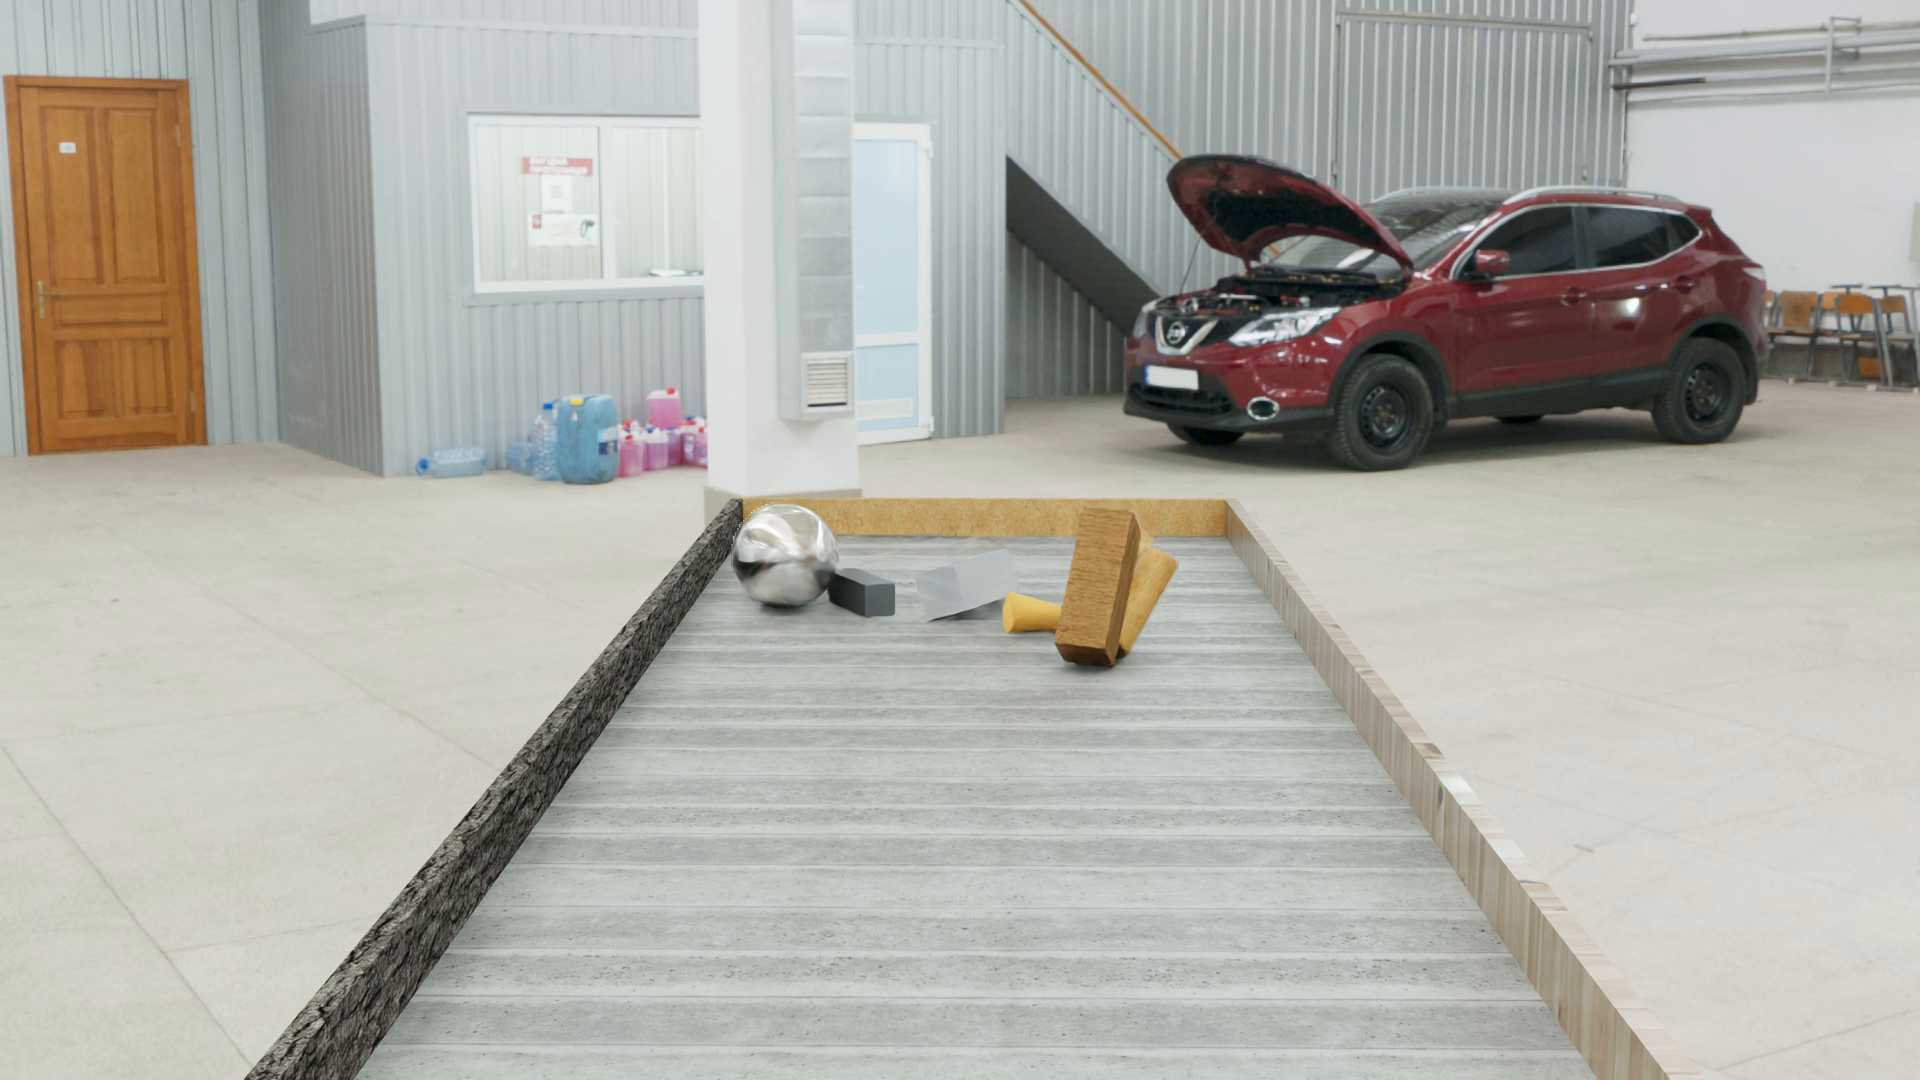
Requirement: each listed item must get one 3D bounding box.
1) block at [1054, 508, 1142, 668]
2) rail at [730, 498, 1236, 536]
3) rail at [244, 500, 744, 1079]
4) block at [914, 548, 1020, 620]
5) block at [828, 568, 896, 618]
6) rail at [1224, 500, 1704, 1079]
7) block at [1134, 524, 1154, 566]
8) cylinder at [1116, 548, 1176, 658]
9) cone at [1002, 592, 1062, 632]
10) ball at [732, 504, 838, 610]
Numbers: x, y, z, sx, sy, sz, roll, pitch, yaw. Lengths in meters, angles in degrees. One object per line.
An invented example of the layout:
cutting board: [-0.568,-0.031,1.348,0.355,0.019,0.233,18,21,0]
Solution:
block: [0.418,0.141,6.632,0.153,0.448,0.153,6,-23,18]
rail: [0.099,-0.098,9.147,2.100,0.150,0.050,0,9,1]
rail: [-1.004,0.839,3.234,0.050,0.150,12.000,0,9,1]
block: [0.026,0.147,7.438,0.159,0.159,0.380,-16,0,30]
block: [-0.338,0.179,7.528,0.109,0.109,0.330,-4,10,-26]
rail: [1.046,0.843,3.208,0.050,0.150,12.000,0,9,1]
block: [0.459,0.134,6.928,0.105,0.105,0.451,-25,27,49]
cylinder: [0.539,0.193,6.757,0.114,0.340,0.114,27,-23,12]
cone: [0.359,0.257,7.180,0.420,0.132,0.132,7,7,-16]
ball: [-0.595,0.056,7.505,0.360,0.360,0.360,0,9,0]
